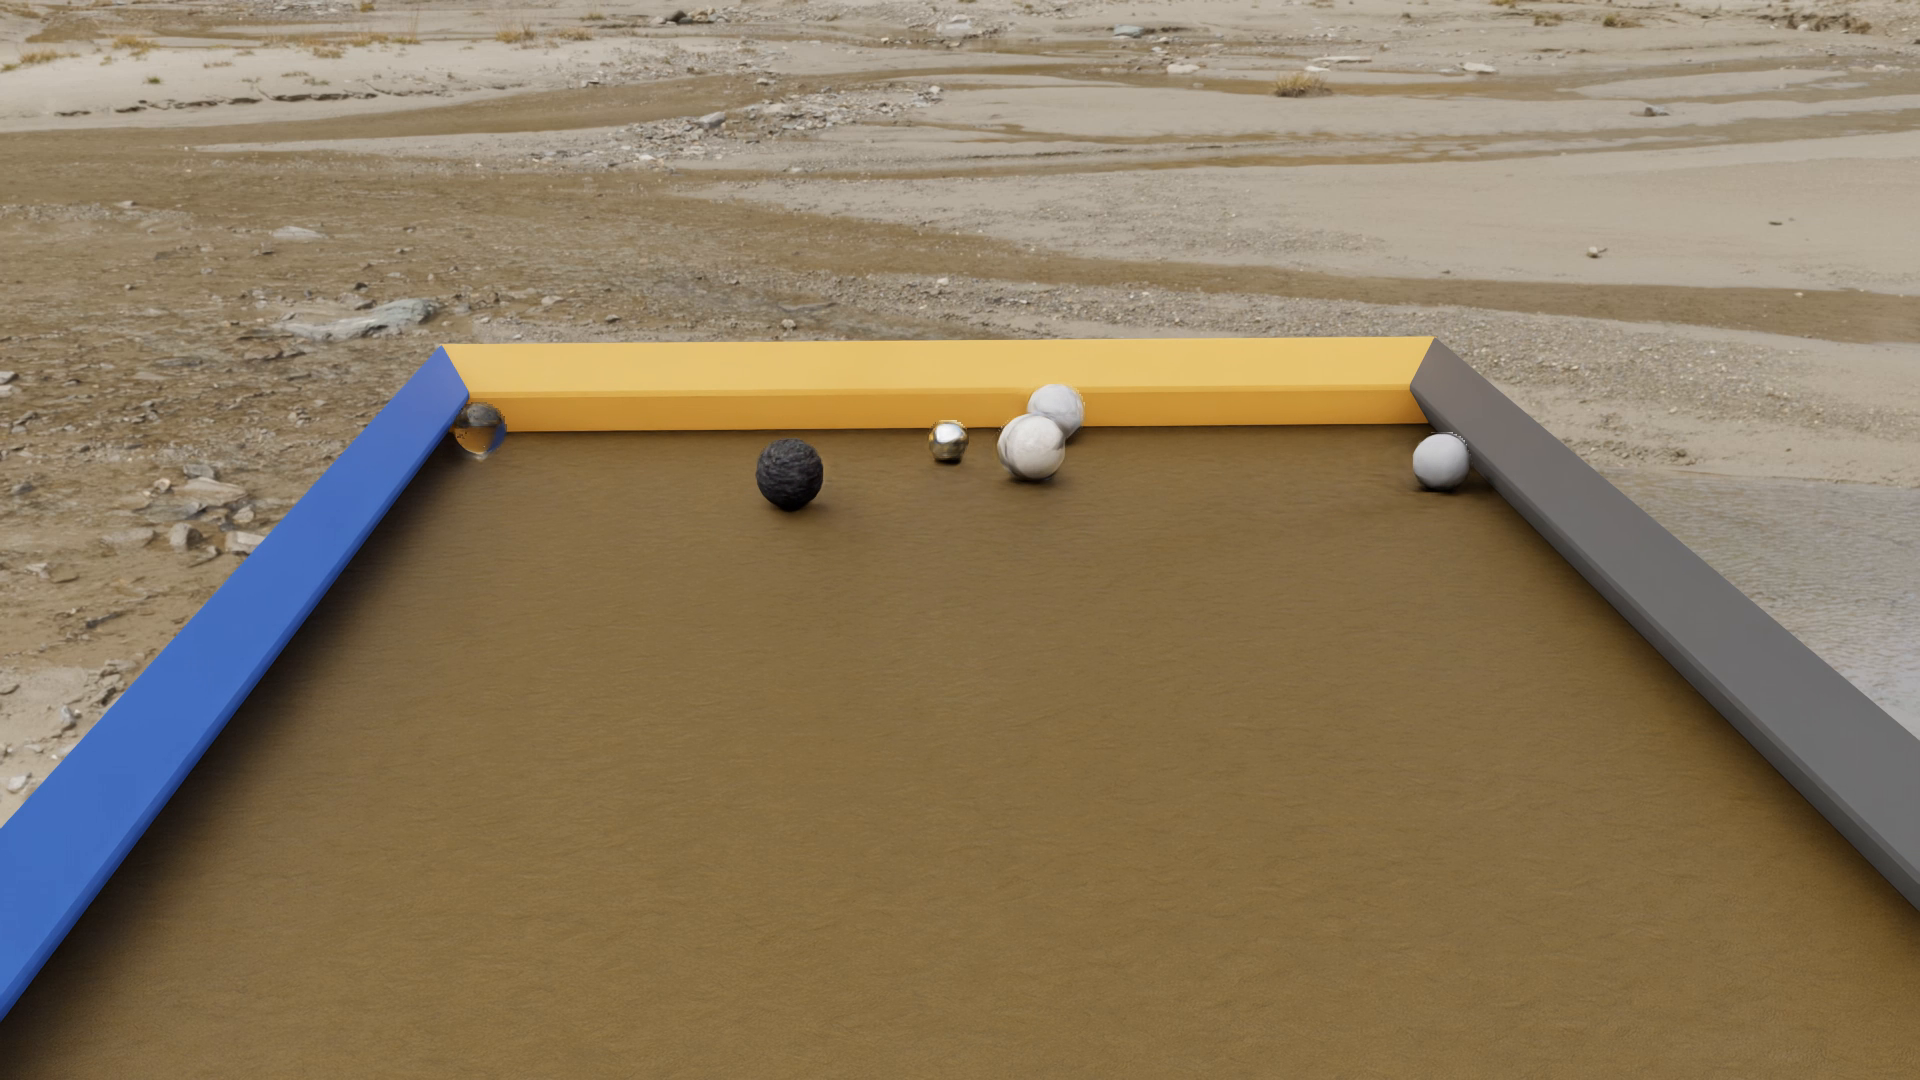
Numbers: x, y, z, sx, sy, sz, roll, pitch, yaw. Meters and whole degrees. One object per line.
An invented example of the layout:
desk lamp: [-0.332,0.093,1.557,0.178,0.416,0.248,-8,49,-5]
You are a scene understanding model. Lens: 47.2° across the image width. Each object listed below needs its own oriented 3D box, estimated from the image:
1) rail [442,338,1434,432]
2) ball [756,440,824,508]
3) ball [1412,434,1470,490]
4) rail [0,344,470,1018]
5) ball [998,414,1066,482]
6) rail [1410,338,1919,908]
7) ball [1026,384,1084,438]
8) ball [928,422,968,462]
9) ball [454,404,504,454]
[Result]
rail: [-0.025,-0.224,3.226,1.463,0.130,0.045,-1,17,-2]
ball: [-0.220,-0.086,2.848,0.088,0.088,0.088,0,17,0]
ball: [0.641,-0.104,2.929,0.076,0.076,0.076,0,17,0]
rail: [-0.681,0.186,1.882,0.045,0.130,2.807,-1,17,-2]
ball: [0.097,-0.124,2.969,0.092,0.092,0.092,0,17,0]
rail: [0.734,0.171,1.933,0.045,0.130,2.807,-1,17,-2]
ball: [0.137,-0.185,3.183,0.083,0.083,0.083,0,17,0]
ball: [-0.017,-0.138,3.076,0.055,0.055,0.055,0,17,0]
ball: [-0.681,-0.157,3.115,0.070,0.070,0.070,0,17,0]
